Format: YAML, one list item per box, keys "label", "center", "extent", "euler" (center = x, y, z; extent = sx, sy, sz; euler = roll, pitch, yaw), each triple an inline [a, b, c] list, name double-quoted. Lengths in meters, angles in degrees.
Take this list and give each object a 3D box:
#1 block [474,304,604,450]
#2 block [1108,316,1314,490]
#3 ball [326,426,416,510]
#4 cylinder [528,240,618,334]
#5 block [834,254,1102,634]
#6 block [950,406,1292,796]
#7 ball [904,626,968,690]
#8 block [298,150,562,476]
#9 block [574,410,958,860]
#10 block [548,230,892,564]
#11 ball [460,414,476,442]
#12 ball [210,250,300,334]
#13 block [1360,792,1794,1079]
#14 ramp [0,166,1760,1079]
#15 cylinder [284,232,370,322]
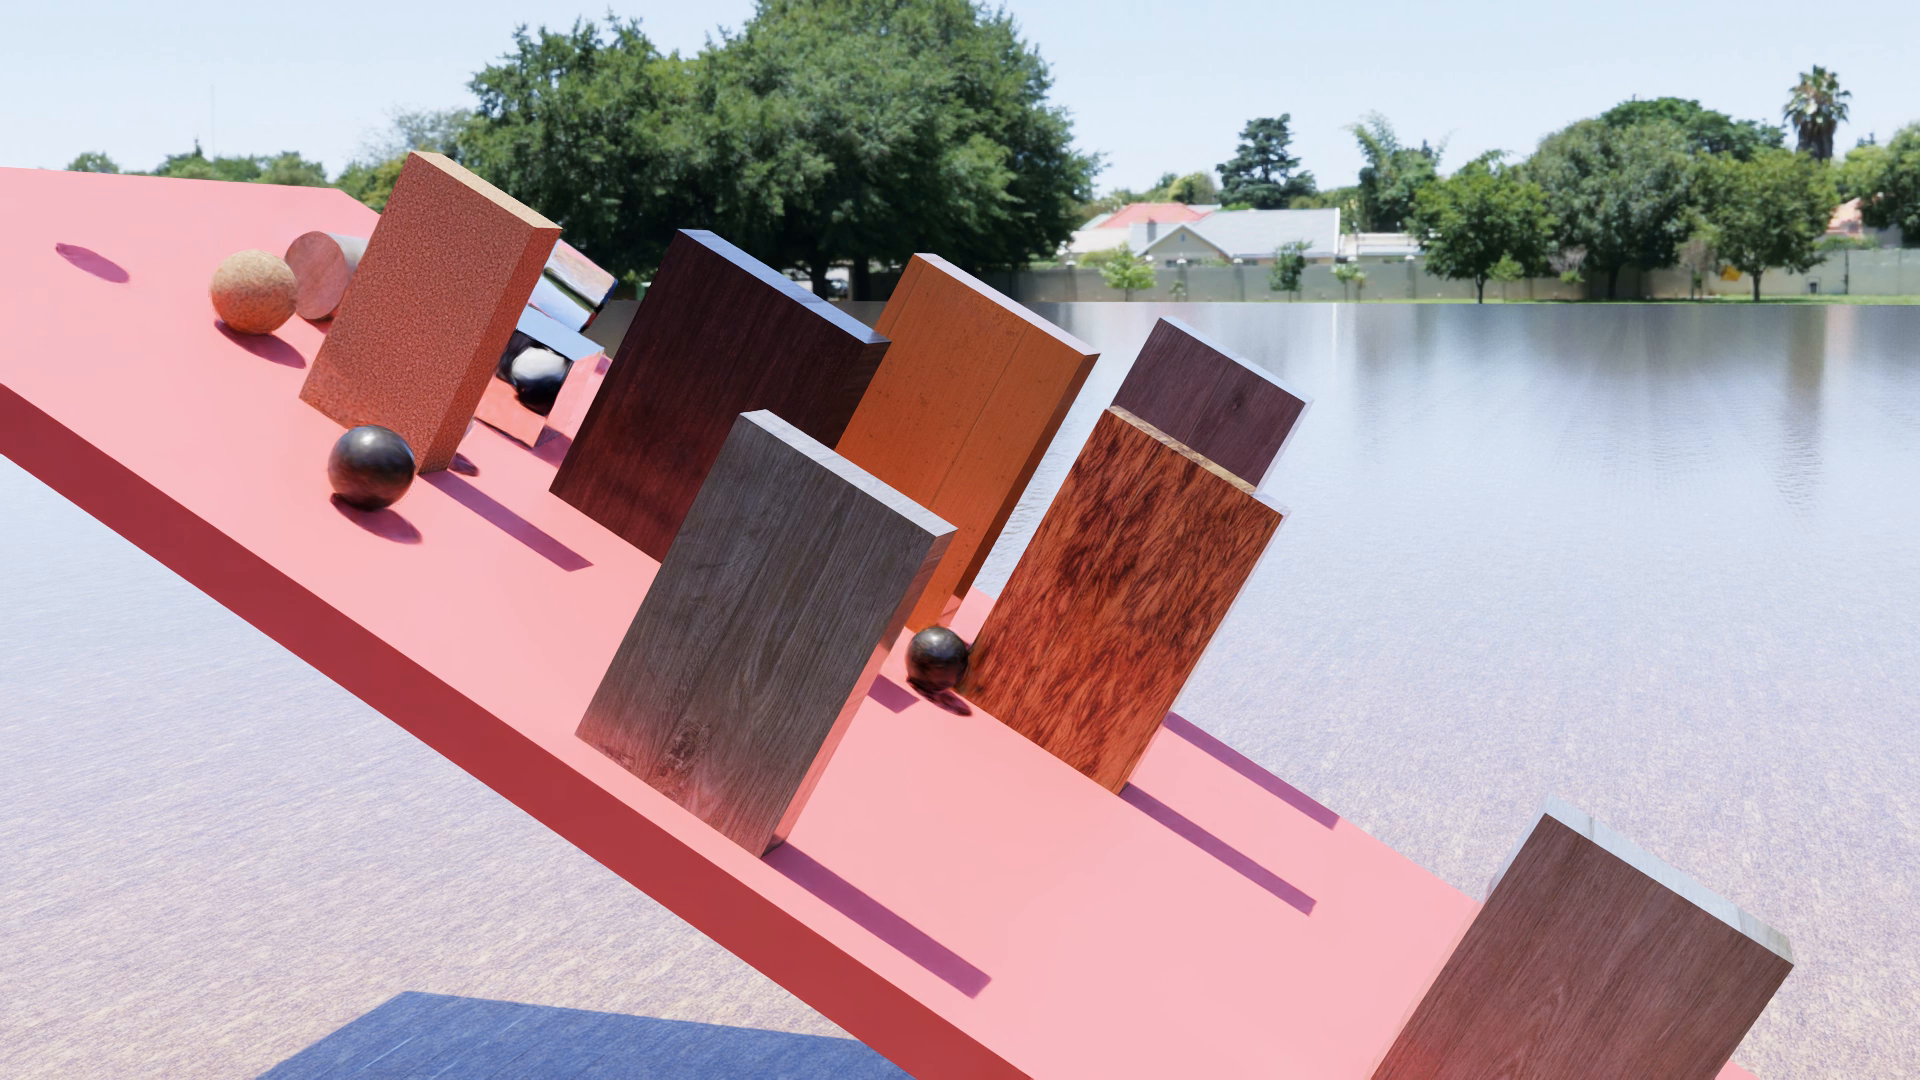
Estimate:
- label: "block"
  center: [-0.884, -0.338, 4.467]
  extent: [0.205, 0.205, 0.205]
  euler: [29, 14, 1]
- label: "block"
  center: [0.422, -0.066, 4.866]
  extent: [0.366, 0.773, 0.138]
  euler: [32, 15, 11]
- label: "ball"
  center: [-0.981, -0.120, 3.664]
  extent: [0.142, 0.142, 0.142]
  euler: [0, 7, 0]
- label: "cylinder"
  center: [-0.919, -0.593, 5.171]
  extent: [0.164, 0.164, 0.164]
  euler: [36, -5, -18]
- label: "block"
  center: [-0.061, -0.195, 4.577]
  extent: [0.413, 0.681, 0.141]
  euler: [32, 15, 11]
- label: "block"
  center: [0.307, 0.117, 4.286]
  extent: [0.397, 0.641, 0.111]
  euler: [32, 15, 11]
- label: "ball"
  center: [-0.046, 0.231, 4.273]
  extent: [0.123, 0.123, 0.123]
  euler: [0, 7, 0]
- label: "block"
  center: [-0.957, -0.408, 3.962]
  extent: [0.276, 0.504, 0.105]
  euler: [32, 15, 11]
- label: "block"
  center: [-0.291, 0.138, 3.244]
  extent: [0.342, 0.559, 0.102]
  euler: [32, 15, 11]
- label: "block"
  center: [-0.459, -0.234, 4.179]
  extent: [0.425, 0.570, 0.145]
  euler: [32, 15, 11]
- label: "ball"
  center: [-0.965, -0.230, 4.102]
  extent: [0.117, 0.117, 0.117]
  euler: [0, 7, 0]
- label: "ball"
  center: [-1.332, -0.469, 4.156]
  extent: [0.159, 0.159, 0.159]
  euler: [0, 7, 0]
- label: "block"
  center: [0.926, 0.754, 3.380]
  extent: [0.411, 0.589, 0.141]
  euler: [32, 15, 11]
- label: "ramp"
  center: [-0.195, 0.321, 4.133]
  extent: [4.000, 0.100, 2.000]
  euler: [32, 15, 11]
- label: "cylinder"
  center: [-1.255, -0.532, 4.482]
  extent: [0.176, 0.176, 0.176]
  euler: [3, 2, 27]
